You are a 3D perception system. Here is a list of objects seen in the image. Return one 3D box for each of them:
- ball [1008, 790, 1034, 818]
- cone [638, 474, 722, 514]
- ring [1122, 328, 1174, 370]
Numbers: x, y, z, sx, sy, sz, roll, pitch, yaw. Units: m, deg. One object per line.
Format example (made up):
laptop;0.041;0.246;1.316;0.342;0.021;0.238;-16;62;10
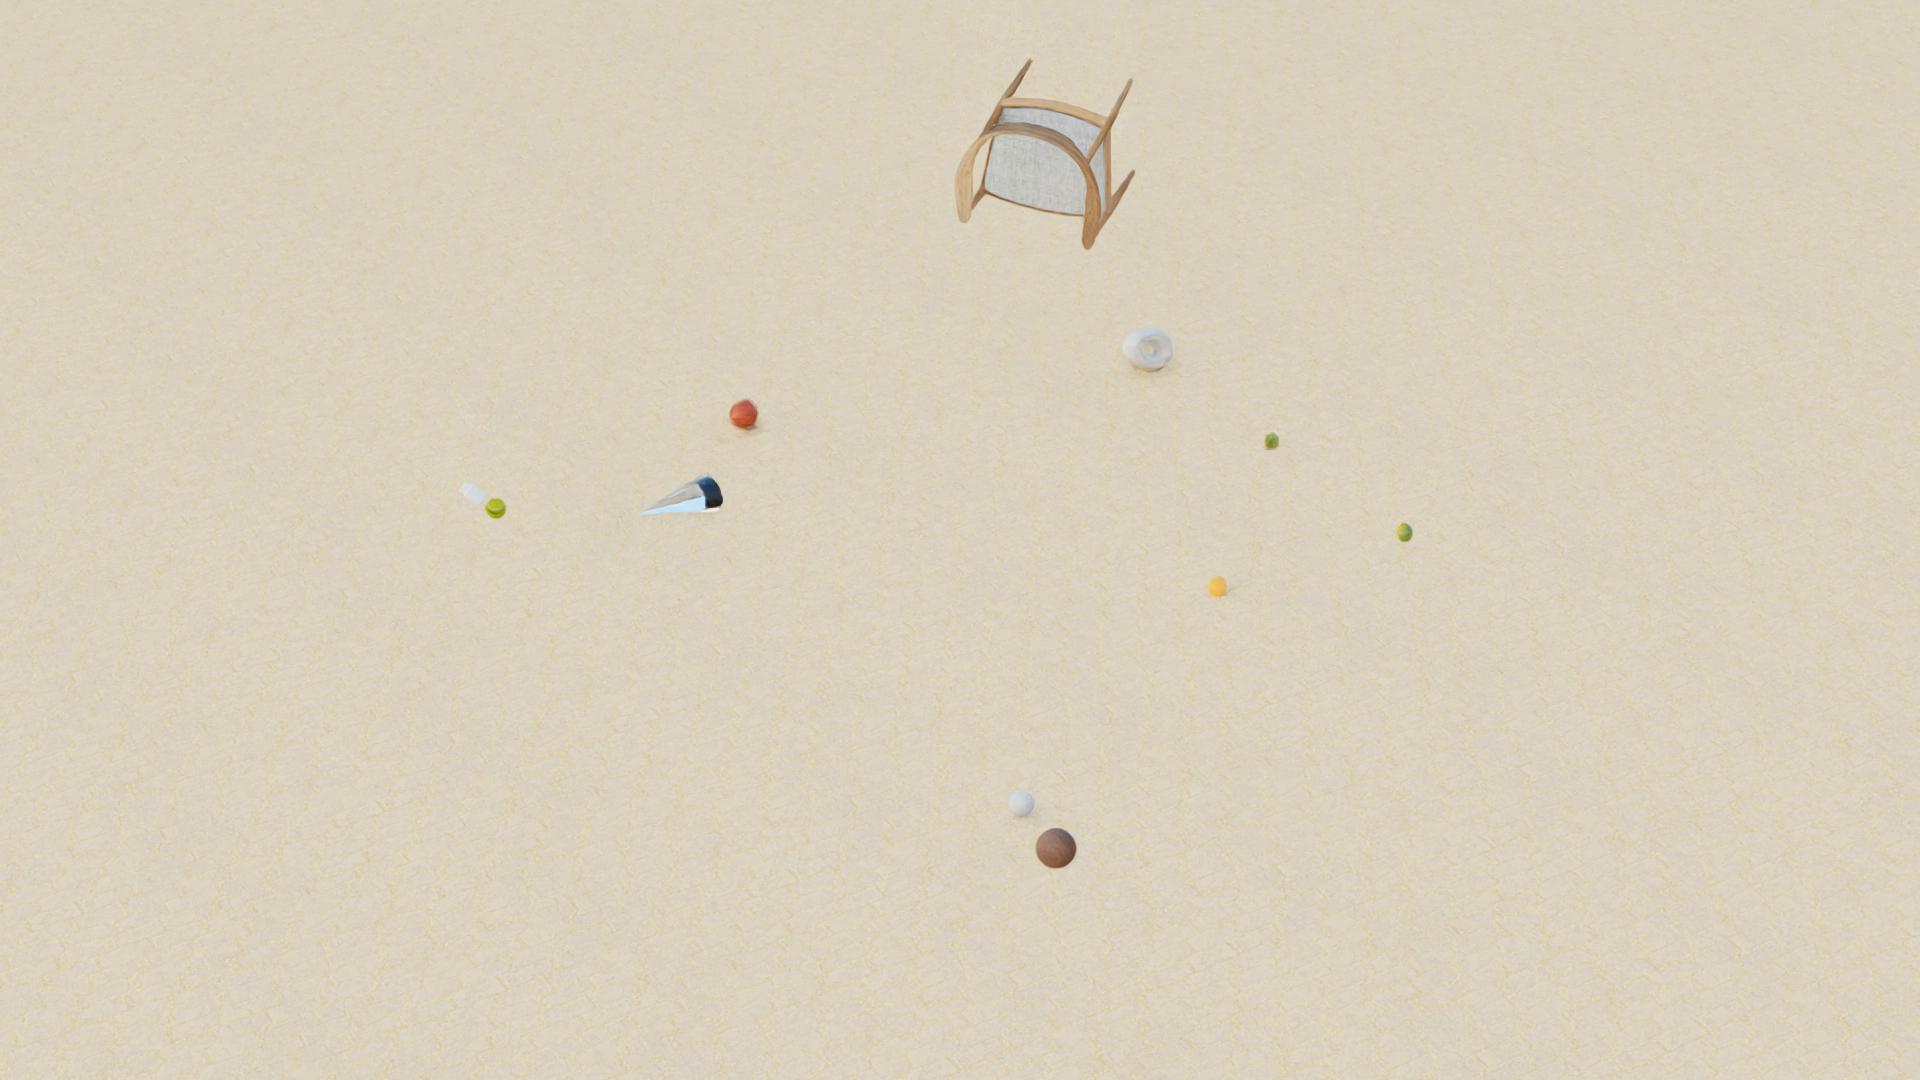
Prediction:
ball;0.200;0.860;9.560;0.088;0.088;0.088;0;33;0
cone;-1.075;-0.137;10.978;0.345;0.138;0.162;-18;40;-40
ring;0.768;-0.777;11.976;0.226;0.170;0.101;-3;4;-28
